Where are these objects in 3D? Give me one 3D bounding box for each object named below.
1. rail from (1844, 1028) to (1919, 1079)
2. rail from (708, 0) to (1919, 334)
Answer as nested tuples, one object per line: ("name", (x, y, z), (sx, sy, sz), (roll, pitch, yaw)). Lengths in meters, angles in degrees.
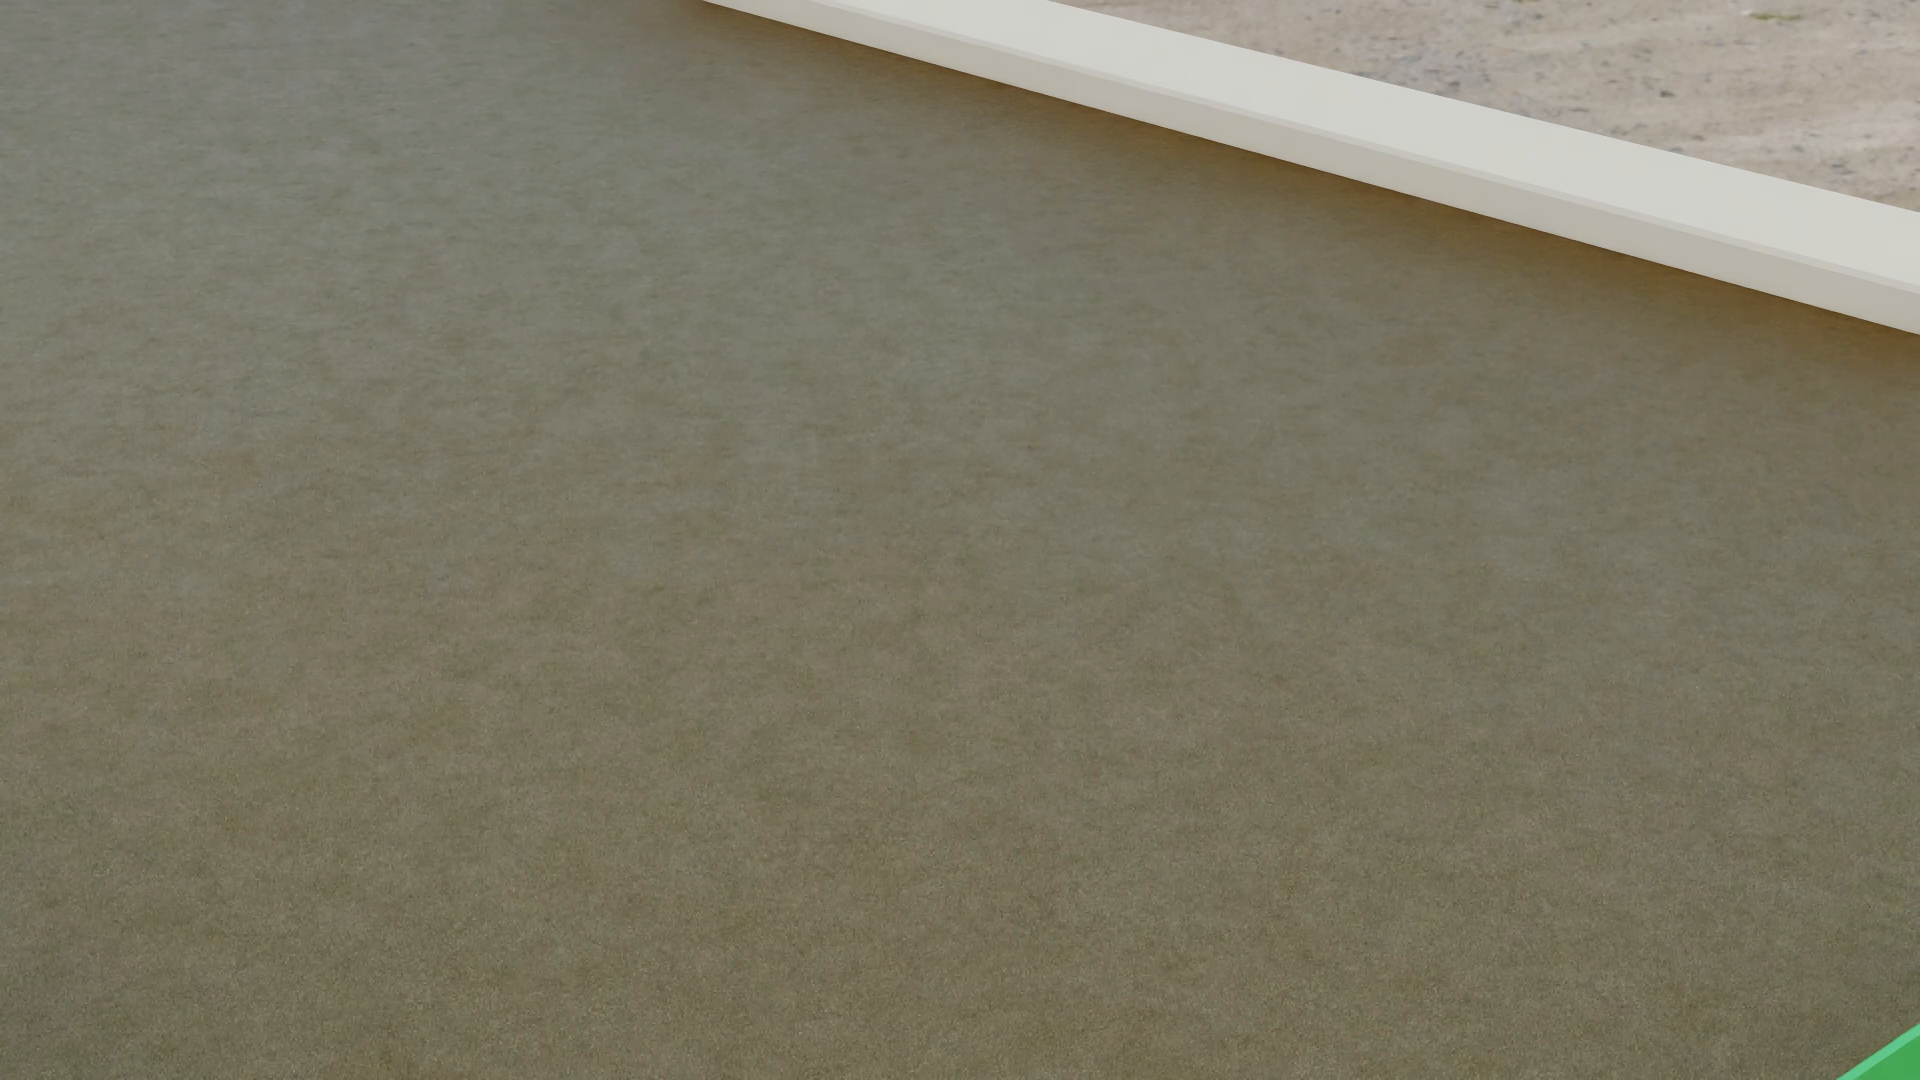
("rail", (0.641, 0.247, 1.704), (2.166, 0.119, 0.045), (-20, 30, -38))
("rail", (0.126, -0.601, 3.666), (0.045, 0.119, 3.902), (-20, 30, -38))
